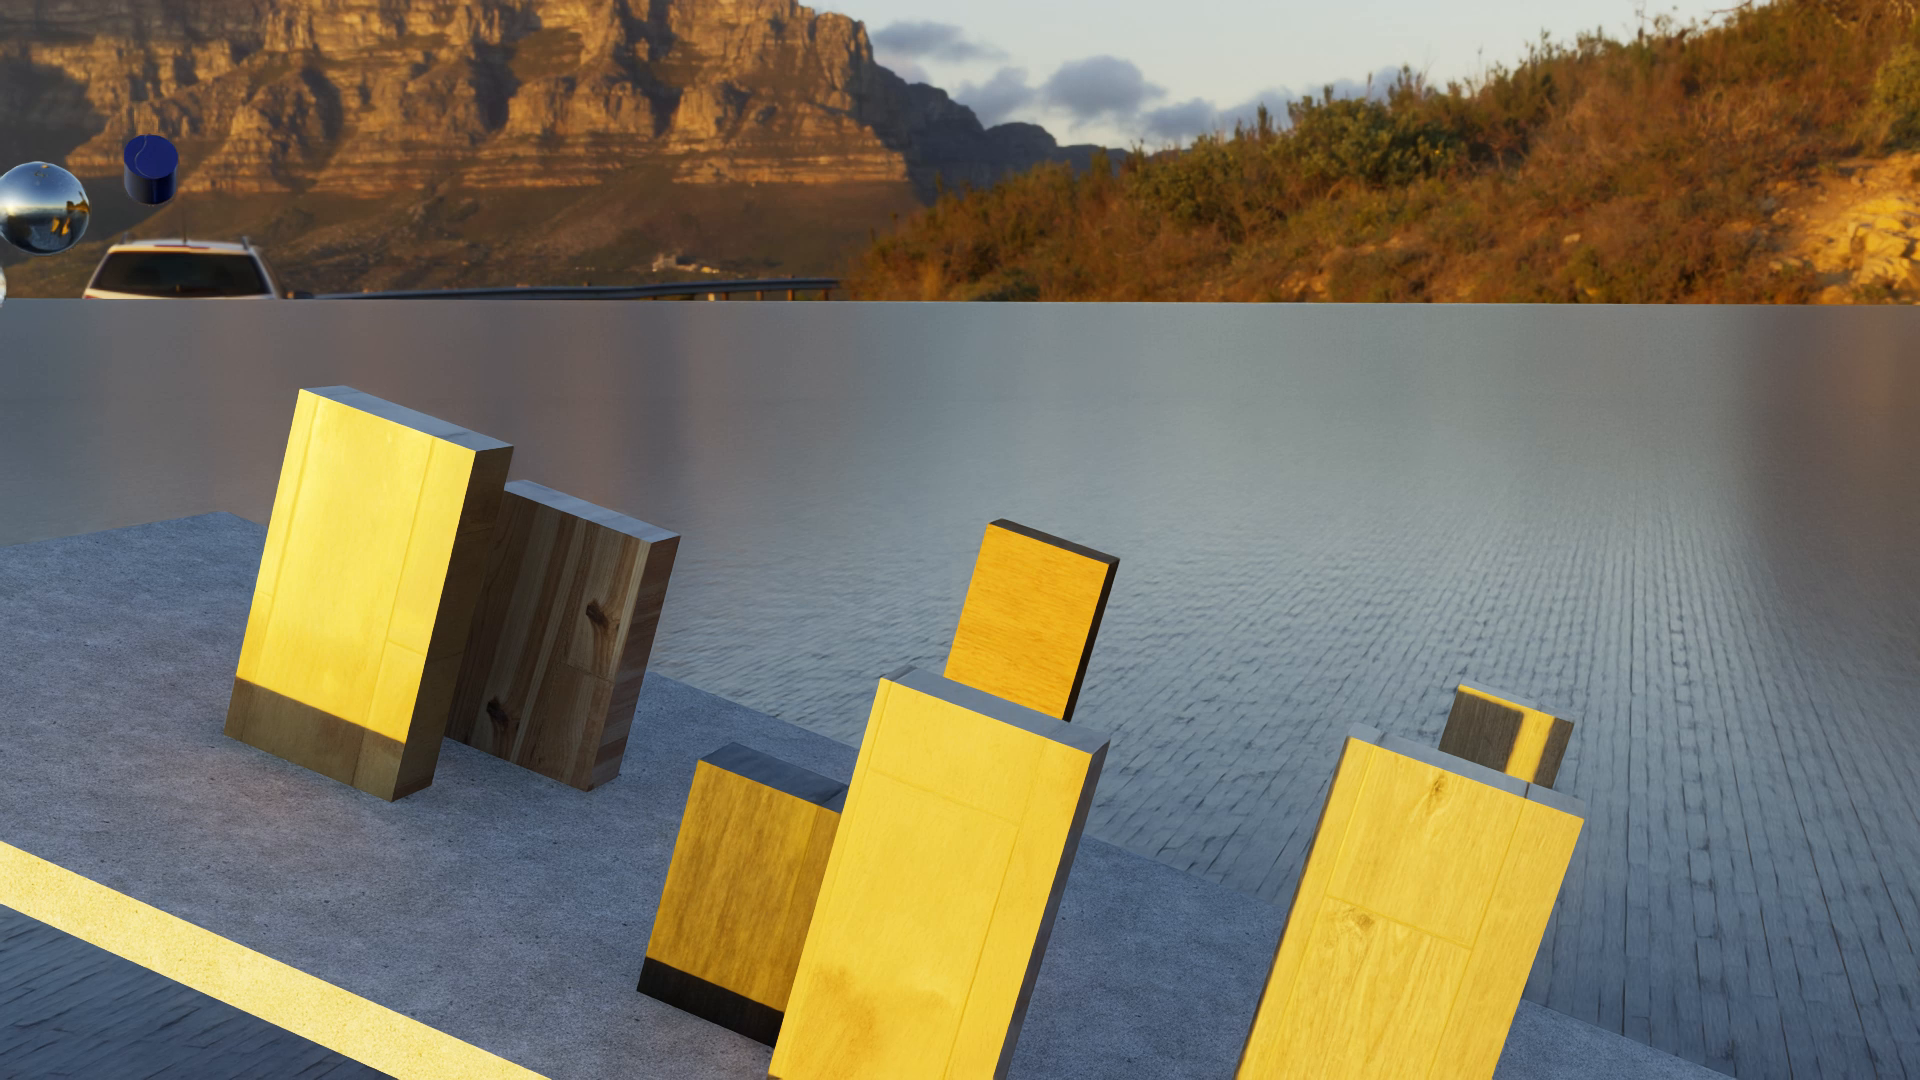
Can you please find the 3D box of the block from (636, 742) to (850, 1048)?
[{"bbox_3d":[-0.332,0.585,3.626,0.274,0.415,0.143,19,12,14],"label":"block"}]

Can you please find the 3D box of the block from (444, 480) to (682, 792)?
[{"bbox_3d":[-0.829,0.192,4.506,0.366,0.536,0.141,19,12,14],"label":"block"}]

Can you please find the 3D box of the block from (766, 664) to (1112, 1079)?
[{"bbox_3d":[-0.039,0.578,3.355,0.337,0.694,0.123,19,12,14],"label":"block"}]

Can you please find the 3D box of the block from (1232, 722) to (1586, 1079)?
[{"bbox_3d":[0.719,0.717,3.630,0.390,0.737,0.120,19,12,14],"label":"block"}]

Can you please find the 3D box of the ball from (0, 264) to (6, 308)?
[{"bbox_3d":[-1.986,-0.505,4.332,0.198,0.198,0.198,0,7,0],"label":"ball"}]

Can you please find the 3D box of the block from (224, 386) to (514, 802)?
[{"bbox_3d":[-1.121,0.097,4.159,0.377,0.691,0.144,19,12,14],"label":"block"}]

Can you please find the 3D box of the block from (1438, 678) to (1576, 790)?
[{"bbox_3d":[1.070,0.646,4.639,0.242,0.664,0.084,19,12,14],"label":"block"}]

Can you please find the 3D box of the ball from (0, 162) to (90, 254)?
[{"bbox_3d":[-1.869,-0.674,4.474,0.187,0.187,0.187,0,7,0],"label":"ball"}]

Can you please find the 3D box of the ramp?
[{"bbox_3d":[-0.371,0.719,4.236,4.000,0.100,2.000,19,12,14],"label":"ramp"}]

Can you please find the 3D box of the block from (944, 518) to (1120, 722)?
[{"bbox_3d":[0.102,0.335,4.675,0.271,0.707,0.106,19,12,14],"label":"block"}]

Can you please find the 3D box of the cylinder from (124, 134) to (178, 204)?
[{"bbox_3d":[-1.806,-0.827,4.907,0.113,0.113,0.113,-3,-20,-22],"label":"cylinder"}]
